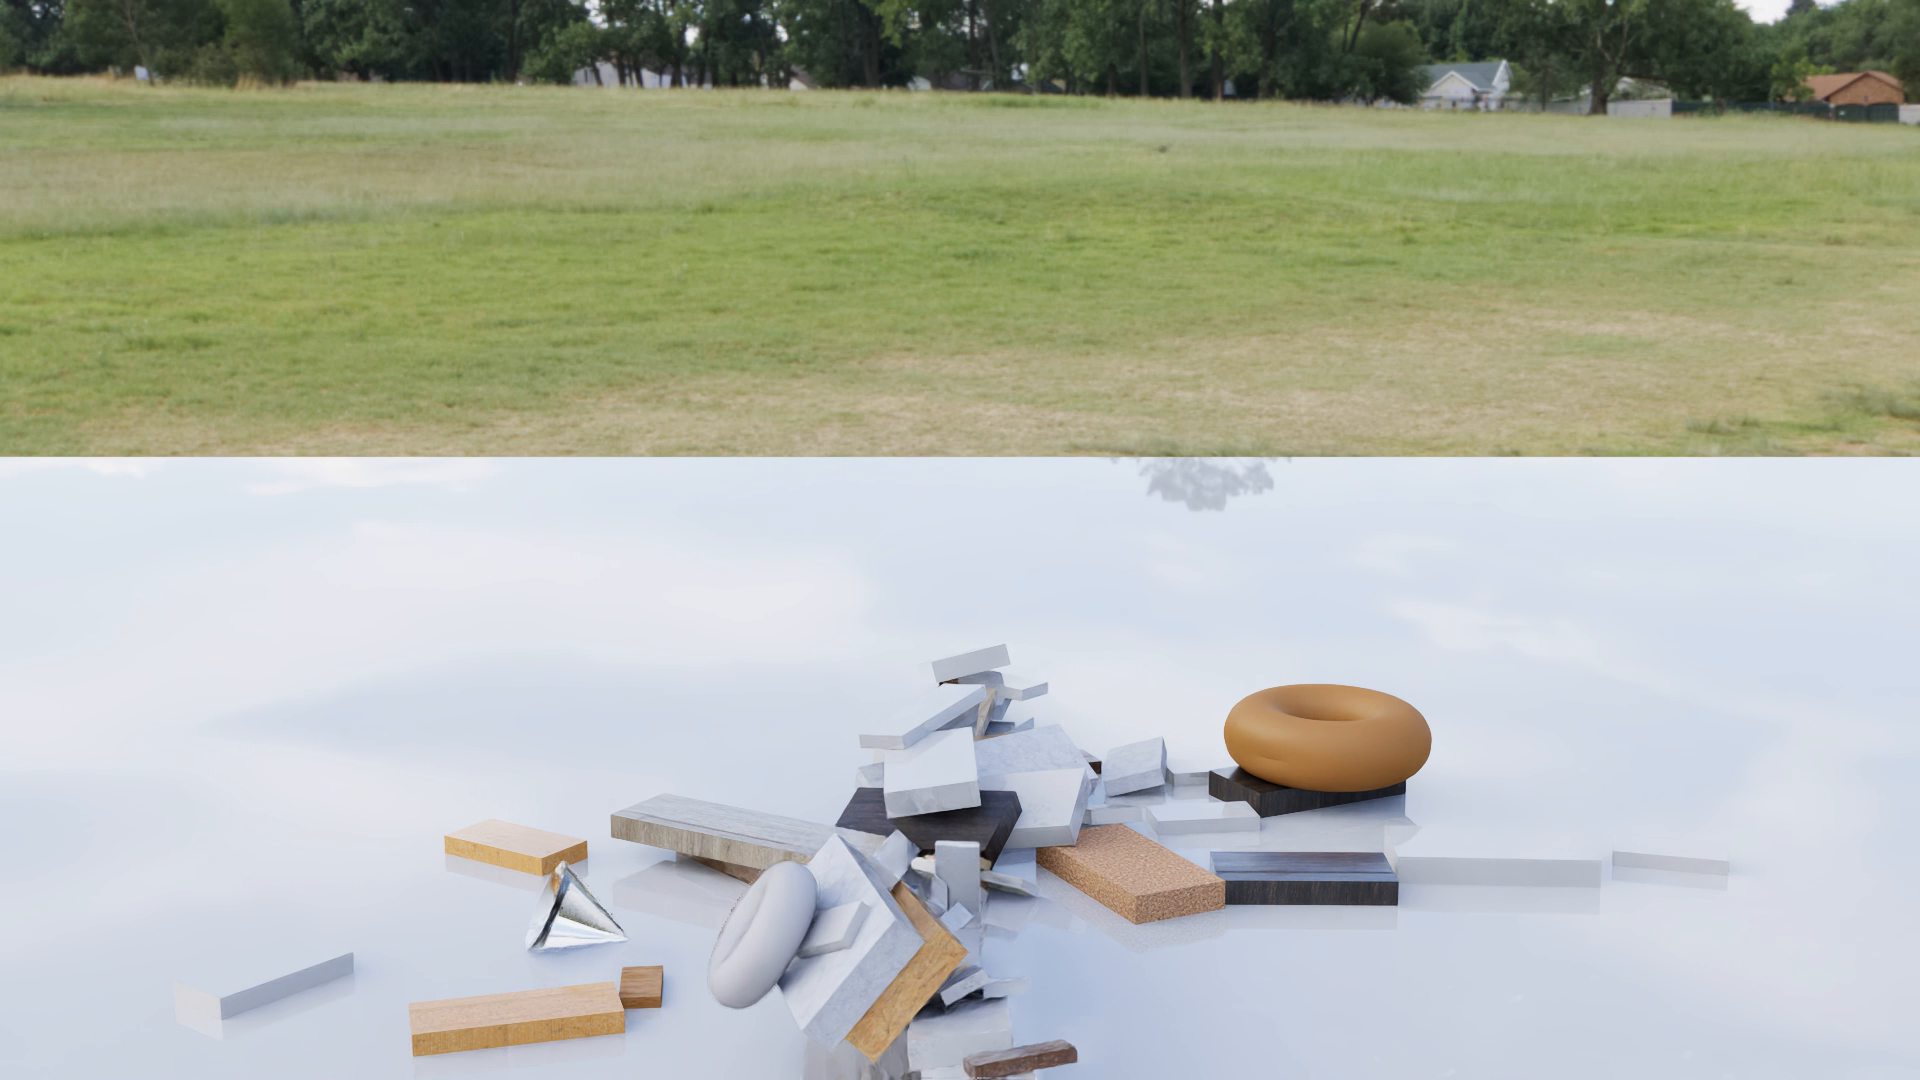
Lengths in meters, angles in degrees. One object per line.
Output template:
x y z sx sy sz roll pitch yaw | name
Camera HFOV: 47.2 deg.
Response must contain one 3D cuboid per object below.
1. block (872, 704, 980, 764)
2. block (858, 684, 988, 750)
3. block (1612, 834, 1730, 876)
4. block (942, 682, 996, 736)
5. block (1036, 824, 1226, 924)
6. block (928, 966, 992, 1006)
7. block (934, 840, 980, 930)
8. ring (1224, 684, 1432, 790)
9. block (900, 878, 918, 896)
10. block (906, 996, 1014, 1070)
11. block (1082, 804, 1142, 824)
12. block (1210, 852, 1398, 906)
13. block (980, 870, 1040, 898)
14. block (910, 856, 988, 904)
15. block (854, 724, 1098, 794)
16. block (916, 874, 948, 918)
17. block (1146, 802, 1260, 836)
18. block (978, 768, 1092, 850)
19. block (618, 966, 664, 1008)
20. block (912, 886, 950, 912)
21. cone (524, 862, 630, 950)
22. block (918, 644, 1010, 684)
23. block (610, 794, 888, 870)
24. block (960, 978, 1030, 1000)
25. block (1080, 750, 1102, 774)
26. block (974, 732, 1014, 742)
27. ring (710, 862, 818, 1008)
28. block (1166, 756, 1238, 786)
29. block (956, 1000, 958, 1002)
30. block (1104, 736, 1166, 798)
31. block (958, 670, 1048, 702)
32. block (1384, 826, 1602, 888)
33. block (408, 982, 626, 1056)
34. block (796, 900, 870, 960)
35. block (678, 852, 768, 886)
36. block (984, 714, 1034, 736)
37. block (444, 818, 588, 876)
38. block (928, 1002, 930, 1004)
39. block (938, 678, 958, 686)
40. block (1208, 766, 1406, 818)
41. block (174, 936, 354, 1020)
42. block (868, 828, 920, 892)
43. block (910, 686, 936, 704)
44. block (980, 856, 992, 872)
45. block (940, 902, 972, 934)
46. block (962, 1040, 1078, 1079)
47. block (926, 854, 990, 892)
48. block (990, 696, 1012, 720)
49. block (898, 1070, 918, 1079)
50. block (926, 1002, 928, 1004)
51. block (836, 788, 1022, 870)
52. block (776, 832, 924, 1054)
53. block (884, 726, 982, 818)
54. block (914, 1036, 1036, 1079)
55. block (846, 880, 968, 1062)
-0.064 0.375 4.220 0.227 0.113 0.032 -15 35 -37 | block
-0.066 0.327 4.093 0.093 0.026 0.314 -1 13 30 | block
1.234 0.547 3.824 0.190 0.027 0.095 3 11 16 | block
-0.007 0.378 4.453 0.113 0.032 0.227 6 36 13 | block
0.283 0.559 3.706 0.170 0.048 0.339 -5 12 -26 | block
-0.008 0.574 2.834 0.066 0.019 0.131 -27 -2 -16 | block
-0.004 0.549 3.502 0.070 0.140 0.020 1 15 6 | block
0.703 0.376 4.210 0.394 0.131 0.394 0 12 0 | ring
-0.101 0.571 3.177 0.032 0.112 0.223 43 1 -10 | block
0.001 0.610 2.728 0.125 0.035 0.250 -6 -3 0 | block
0.261 0.495 3.975 0.093 0.026 0.185 -2 -5 -10 | block
0.573 0.566 3.683 0.295 0.042 0.148 0 11 1 | block
0.065 0.568 3.660 0.123 0.017 0.062 7 -18 33 | block
-0.017 0.555 3.587 0.070 0.020 0.140 7 -23 33 | block
0.033 0.446 4.072 0.430 0.044 0.155 -10 41 -28 | block
-0.070 0.577 3.361 0.032 0.112 0.223 44 1 0 | block
0.444 0.509 4.029 0.190 0.027 0.095 -2 11 -8 | block
0.064 0.476 3.851 0.310 0.044 0.155 -7 31 20 | block
-0.470 0.660 3.247 0.061 0.017 0.121 -1 11 -6 | block
-0.088 0.586 3.496 0.140 0.070 0.020 1 13 4 | block
-0.582 0.599 3.441 0.146 0.146 0.146 25 4 -15 | cone
0.005 0.266 4.731 0.160 0.045 0.326 -14 -2 -7 | block
-0.346 0.511 3.753 0.522 0.042 0.148 6 12 31 | block
0.033 0.589 2.882 0.066 0.019 0.146 -3 -11 -22 | block
0.177 0.448 4.361 0.185 0.026 0.093 -4 11 -21 | block
0.071 0.441 4.173 0.320 0.045 0.160 -4 37 -22 | block
-0.258 0.517 2.881 0.069 0.208 0.208 32 6 -11 | ring
0.498 0.454 4.327 0.190 0.027 0.095 -2 11 -11 | block
-0.013 0.674 2.953 0.065 0.018 0.130 -6 33 -15 | block
0.344 0.442 4.299 0.113 0.032 0.226 -14 9 9 | block
0.090 0.306 4.644 0.175 0.025 0.087 9 14 40 | block
0.913 0.544 3.787 0.339 0.048 0.170 1 11 3 | block
-0.628 0.677 3.113 0.291 0.033 0.115 -3 11 -16 | block
-0.165 0.499 2.811 0.121 0.017 0.061 -25 30 52 | block
-0.349 0.542 3.813 0.148 0.042 0.295 -9 14 -40 | block
0.081 0.399 4.629 0.087 0.025 0.175 5 12 25 | block
-0.779 0.538 3.858 0.230 0.033 0.115 7 12 32 | block
-0.009 0.664 3.099 0.071 0.020 0.142 -1 -7 -7 | block
0.002 0.354 4.719 0.113 0.032 0.485 1 11 4 | block
0.667 0.464 4.216 0.339 0.048 0.170 -5 12 -27 | block
-1.032 0.648 3.267 0.115 0.033 0.230 8 13 37 | block
-0.150 0.530 3.254 0.051 0.179 0.453 41 0 4 | block
-0.058 0.358 4.850 0.087 0.025 0.175 2 11 10 | block
0.006 0.524 3.617 0.062 0.017 0.123 10 -11 19 | block
-0.050 0.599 3.229 0.032 0.112 0.223 45 7 7 | block
0.069 0.601 2.542 0.121 0.017 0.061 -7 -2 -13 | block
-0.005 0.553 3.626 0.062 0.017 0.123 7 -23 32 | block
0.047 0.334 4.648 0.113 0.032 0.226 2 11 8 | block
-0.024 0.683 2.701 0.125 0.035 0.250 -7 -3 17 | block
-0.035 0.632 3.183 0.020 0.071 0.142 45 0 0 | block
-0.064 0.497 3.796 0.310 0.044 0.155 -2 33 27 | block
-0.166 0.520 2.881 0.051 0.179 0.358 41 -2 -18 | block
-0.051 0.407 3.875 0.160 0.045 0.320 -8 12 0 | block
0.012 0.641 2.668 0.125 0.035 0.398 -6 -3 -5 | block
-0.096 0.563 2.909 0.051 0.179 0.358 42 -6 -8 | block
